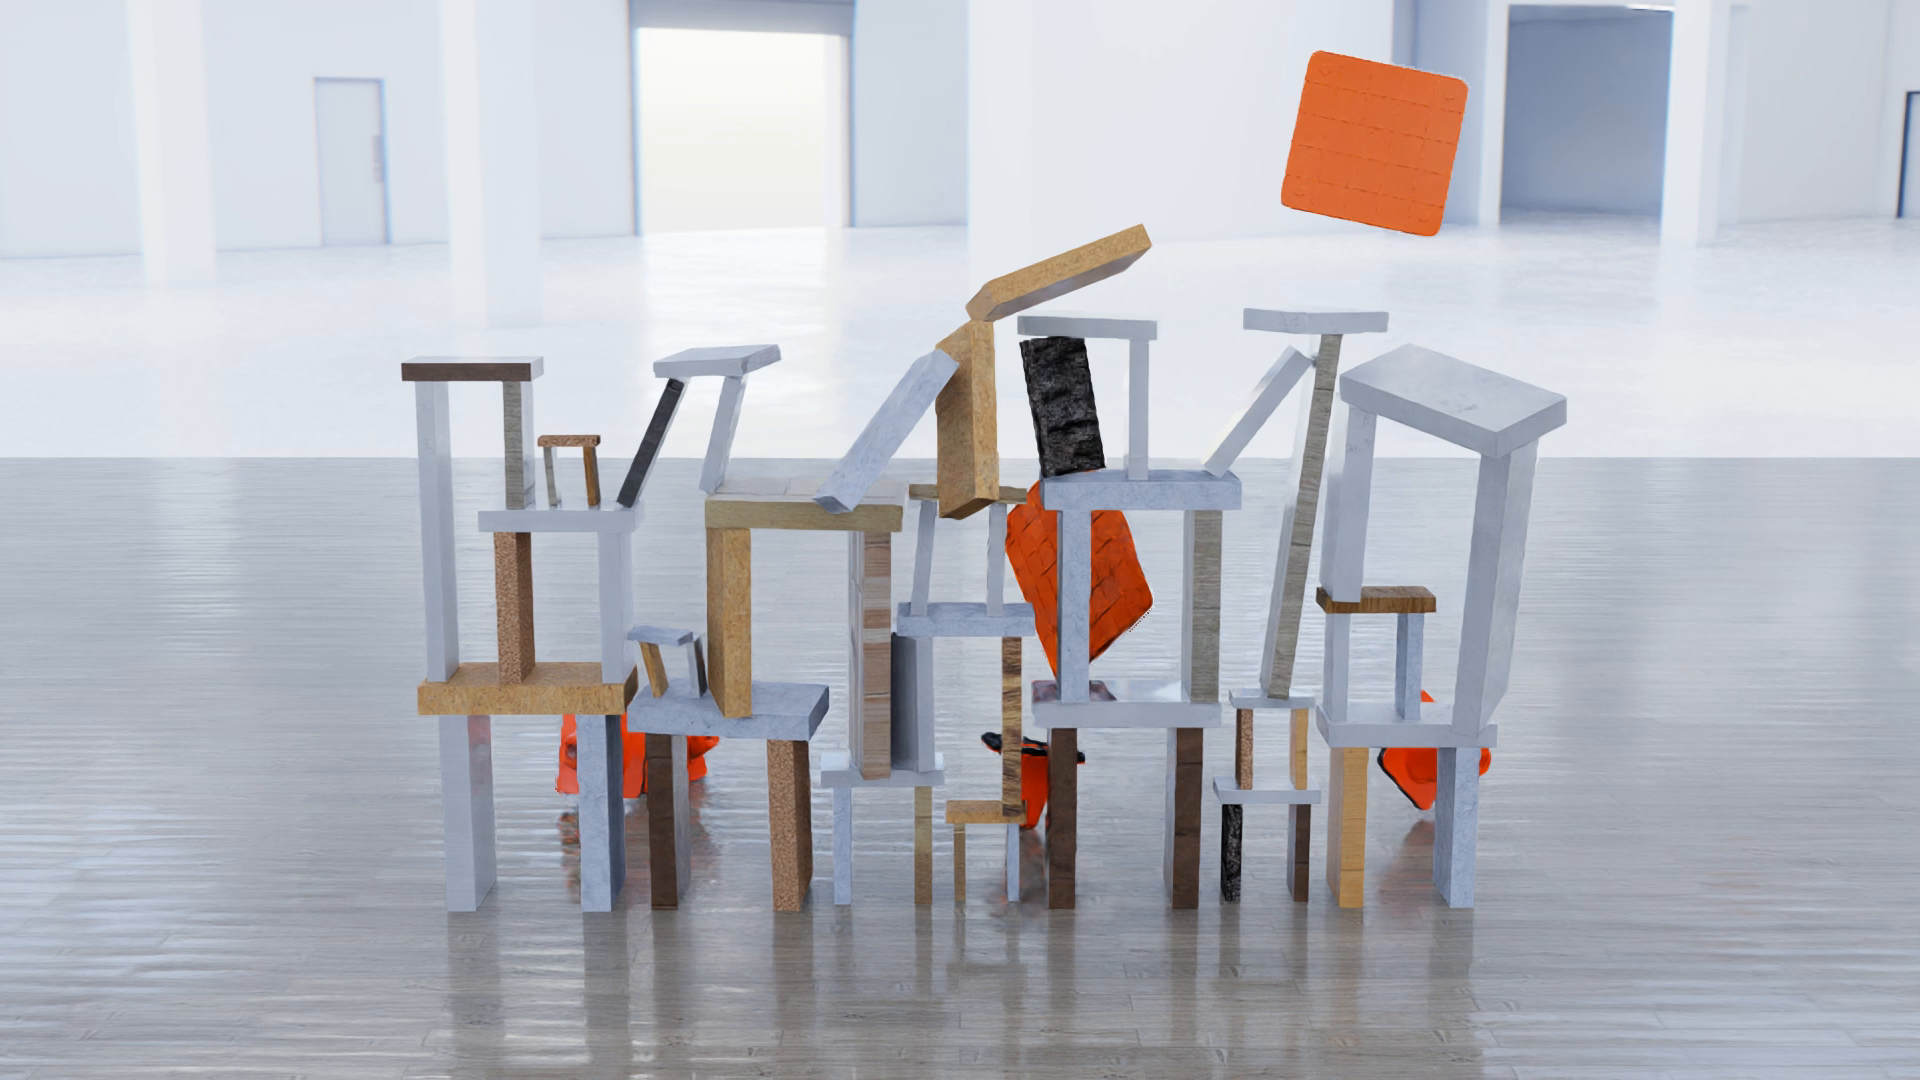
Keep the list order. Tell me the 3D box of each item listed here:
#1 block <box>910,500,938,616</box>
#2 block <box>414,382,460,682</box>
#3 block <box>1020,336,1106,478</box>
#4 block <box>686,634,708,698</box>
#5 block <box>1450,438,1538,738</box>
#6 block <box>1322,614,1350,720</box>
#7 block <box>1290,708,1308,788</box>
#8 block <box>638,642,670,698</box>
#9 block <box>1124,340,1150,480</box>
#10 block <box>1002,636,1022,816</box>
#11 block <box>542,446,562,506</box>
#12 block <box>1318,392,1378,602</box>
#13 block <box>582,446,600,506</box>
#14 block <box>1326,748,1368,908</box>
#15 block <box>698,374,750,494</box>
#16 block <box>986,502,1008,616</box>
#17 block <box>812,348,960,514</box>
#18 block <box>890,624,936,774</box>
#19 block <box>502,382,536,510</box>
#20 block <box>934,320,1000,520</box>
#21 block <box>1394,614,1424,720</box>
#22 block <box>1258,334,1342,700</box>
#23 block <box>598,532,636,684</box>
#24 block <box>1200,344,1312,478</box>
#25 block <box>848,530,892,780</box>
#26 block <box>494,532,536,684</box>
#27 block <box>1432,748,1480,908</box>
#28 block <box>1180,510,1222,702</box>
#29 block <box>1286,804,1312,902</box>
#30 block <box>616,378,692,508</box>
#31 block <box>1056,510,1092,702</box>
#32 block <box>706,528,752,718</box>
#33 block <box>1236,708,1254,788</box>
[{"bbox_3d":[-0.059,0.021,3.560,0.026,0.186,0.093,6,11,-1],"label":"block"},{"bbox_3d":[-0.844,-0.020,3.553,0.029,0.487,0.102,0,11,0],"label":"block"},{"bbox_3d":[0.166,-0.216,3.538,0.111,0.221,0.031,-10,1,-38],"label":"block"},{"bbox_3d":[-0.428,0.205,3.574,0.014,0.095,0.048,-2,16,9],"label":"block"},{"bbox_3d":[0.839,0.054,3.445,0.045,0.518,0.158,15,35,26],"label":"block"},{"bbox_3d":[0.615,0.198,3.594,0.025,0.178,0.089,0,11,0],"label":"block"},{"bbox_3d":[0.557,0.336,3.619,0.019,0.134,0.067,0,9,0],"label":"block"},{"bbox_3d":[-0.498,0.203,3.583,0.014,0.095,0.048,-10,14,11],"label":"block"},{"bbox_3d":[0.282,-0.213,3.531,0.031,0.221,0.111,0,9,0],"label":"block"},{"bbox_3d":[0.085,0.292,3.614,0.031,0.300,0.111,0,11,0],"label":"block"},{"bbox_3d":[-0.656,-0.106,3.543,0.013,0.094,0.047,-4,11,0],"label":"block"},{"bbox_3d":[0.624,-0.071,3.544,0.045,0.315,0.158,3,11,1],"label":"block"},{"bbox_3d":[-0.593,-0.106,3.544,0.013,0.095,0.047,-4,11,0],"label":"block"},{"bbox_3d":[0.641,0.456,3.645,0.039,0.272,0.136,0,11,0],"label":"block"},{"bbox_3d":[-0.370,-0.175,3.456,0.027,0.187,0.094,15,16,0],"label":"block"},{"bbox_3d":[0.059,0.022,3.561,0.026,0.186,0.093,2,11,-1],"label":"block"},{"bbox_3d":[-0.112,-0.161,3.306,0.039,0.275,0.137,38,-11,-12],"label":"block"},{"bbox_3d":[-0.087,0.257,3.587,0.031,0.222,0.111,-9,14,-34],"label":"block"},{"bbox_3d":[-0.707,-0.159,3.527,0.029,0.204,0.102,0,11,-1],"label":"block"},{"bbox_3d":[0.009,-0.180,3.333,0.039,0.275,0.137,4,-13,-24],"label":"block"},{"bbox_3d":[0.734,0.198,3.594,0.025,0.178,0.089,0,11,0],"label":"block"},{"bbox_3d":[0.550,-0.043,3.564,0.033,0.593,0.118,7,9,0],"label":"block"},{"bbox_3d":[-0.558,0.098,3.574,0.035,0.248,0.124,0,11,0],"label":"block"},{"bbox_3d":[0.476,-0.209,3.547,0.033,0.236,0.118,37,10,-3],"label":"block"},{"bbox_3d":[-0.147,0.163,3.547,0.043,0.418,0.153,-3,17,-12],"label":"block"},{"bbox_3d":[-0.723,0.098,3.574,0.035,0.248,0.124,0,11,0],"label":"block"},{"bbox_3d":[0.822,0.456,3.646,0.039,0.272,0.136,0,11,0],"label":"block"},{"bbox_3d":[0.393,0.094,3.584,0.044,0.312,0.156,0,10,0],"label":"block"},{"bbox_3d":[0.563,0.507,3.657,0.024,0.167,0.084,0,11,0],"label":"block"},{"bbox_3d":[-0.491,-0.162,3.532,0.027,0.219,0.094,24,10,-4],"label":"block"},{"bbox_3d":[0.184,0.095,3.581,0.044,0.312,0.156,0,10,-1],"label":"block"},{"bbox_3d":[-0.369,0.113,3.509,0.043,0.307,0.153,-3,17,-16],"label":"block"},{"bbox_3d":[0.468,0.336,3.620,0.019,0.134,0.067,-1,9,-1],"label":"block"}]
